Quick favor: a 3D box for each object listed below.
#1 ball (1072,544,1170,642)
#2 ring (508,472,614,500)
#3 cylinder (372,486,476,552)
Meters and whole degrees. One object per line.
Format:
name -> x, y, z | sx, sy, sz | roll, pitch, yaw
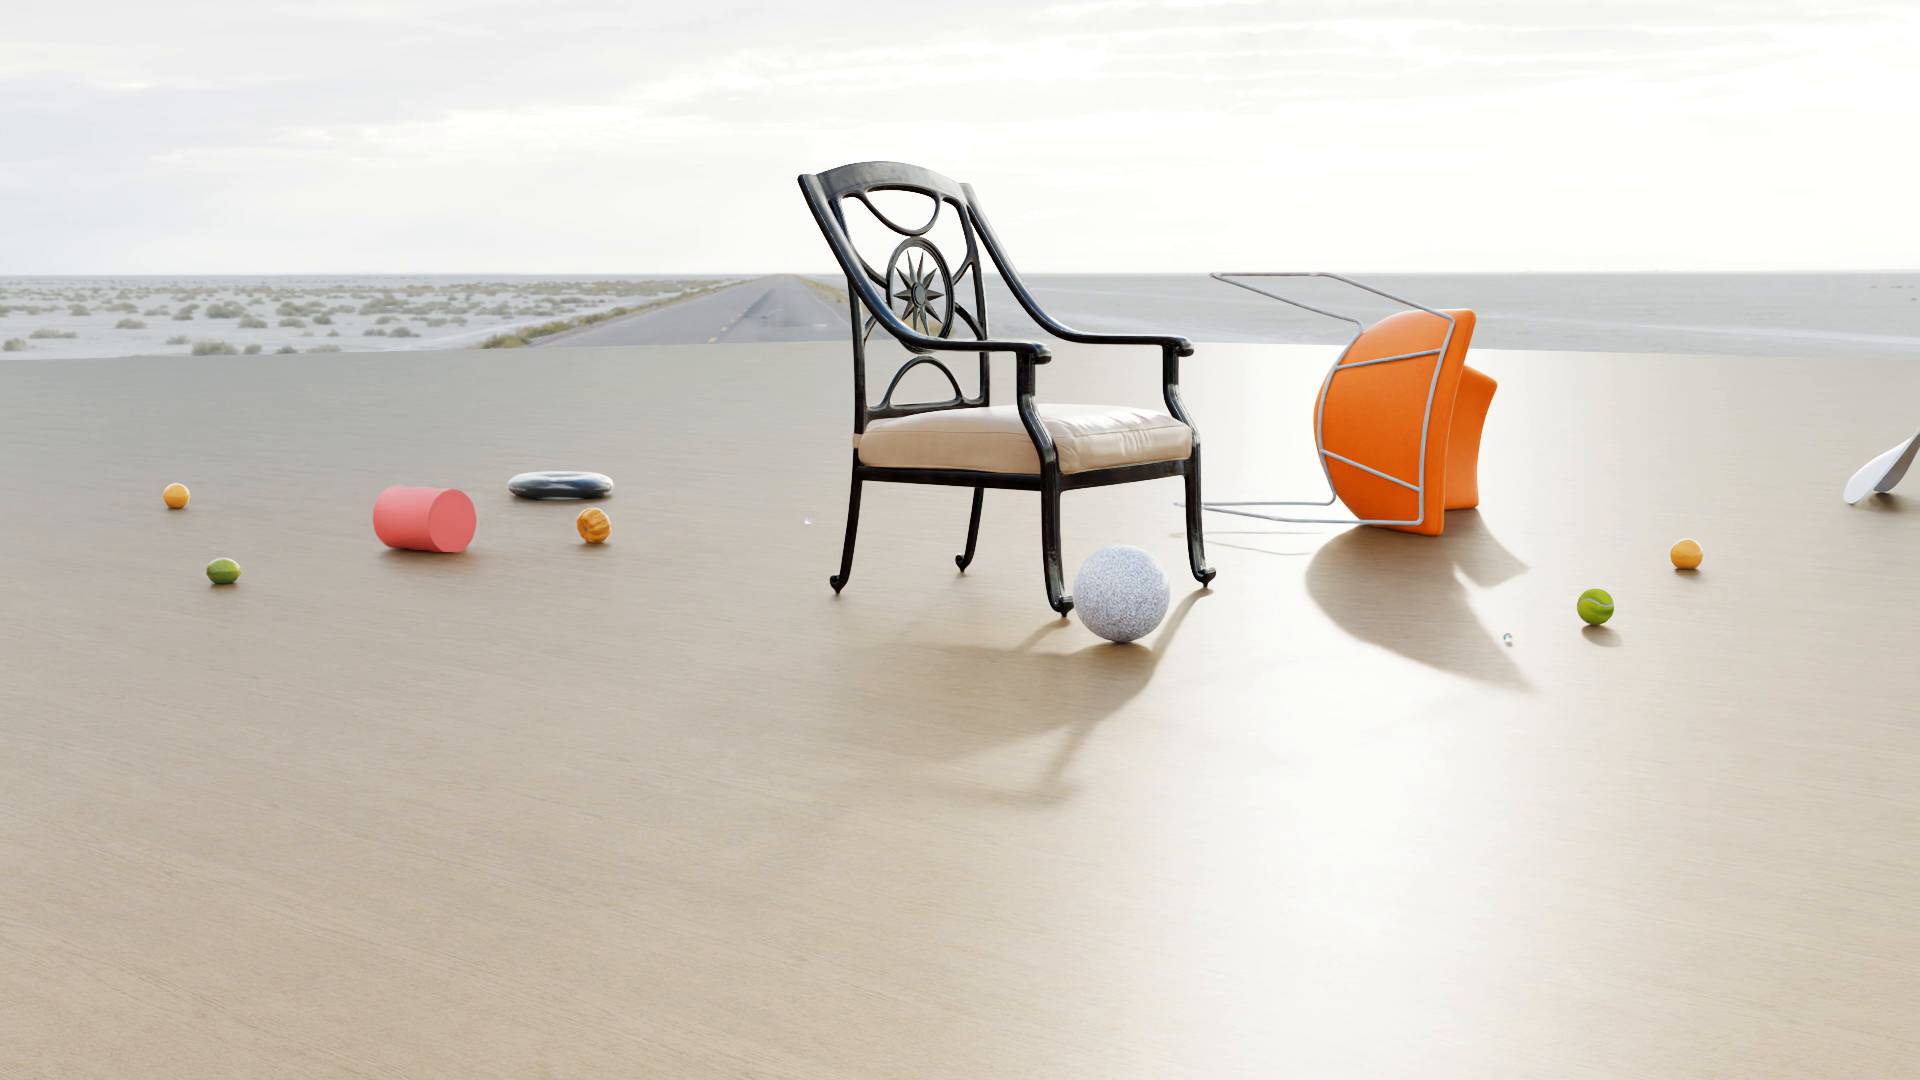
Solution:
ball -> 0.291, 0.096, 4.621 | 0.177, 0.177, 0.177 | 0, 6, 0
ring -> -1.198, -0.164, 7.694 | 0.314, 0.066, 0.389 | -1, 5, -14
cylinder -> -1.285, -0.051, 6.160 | 0.190, 0.152, 0.158 | 4, -21, 35
